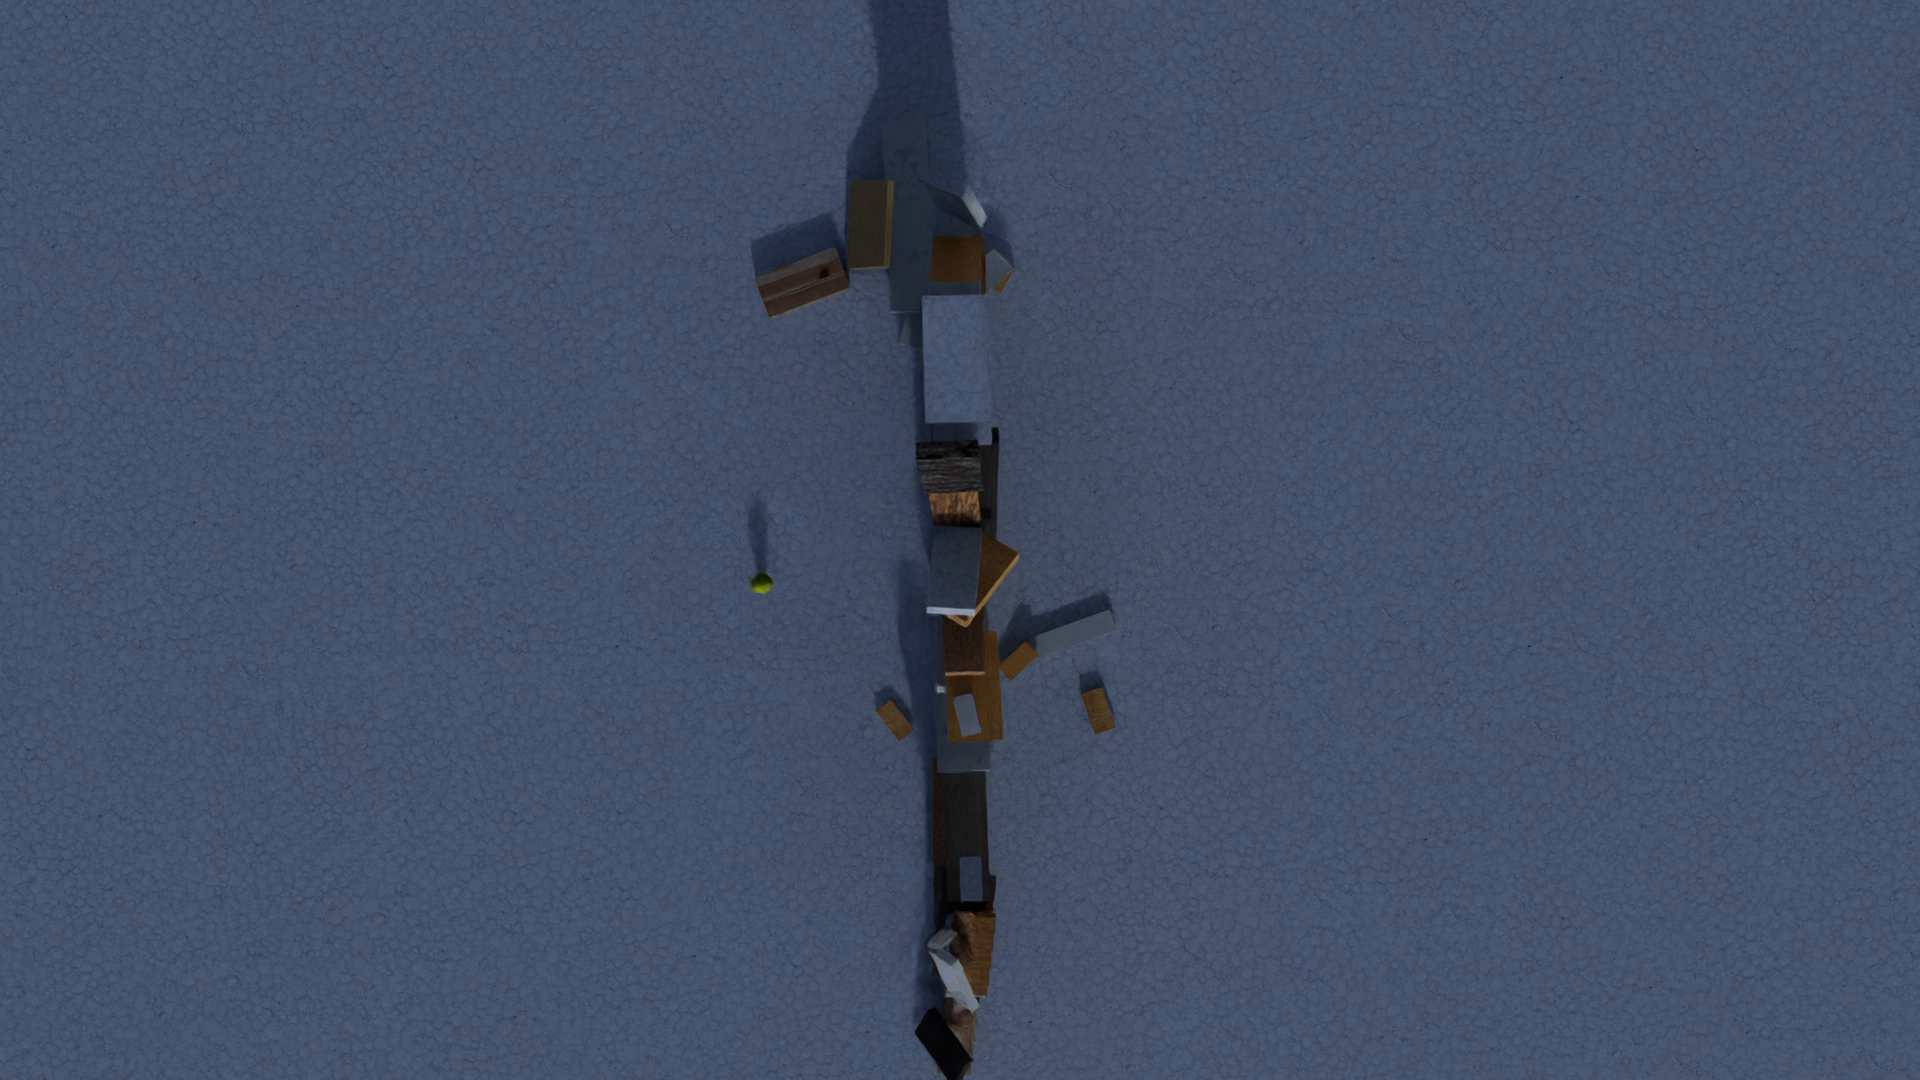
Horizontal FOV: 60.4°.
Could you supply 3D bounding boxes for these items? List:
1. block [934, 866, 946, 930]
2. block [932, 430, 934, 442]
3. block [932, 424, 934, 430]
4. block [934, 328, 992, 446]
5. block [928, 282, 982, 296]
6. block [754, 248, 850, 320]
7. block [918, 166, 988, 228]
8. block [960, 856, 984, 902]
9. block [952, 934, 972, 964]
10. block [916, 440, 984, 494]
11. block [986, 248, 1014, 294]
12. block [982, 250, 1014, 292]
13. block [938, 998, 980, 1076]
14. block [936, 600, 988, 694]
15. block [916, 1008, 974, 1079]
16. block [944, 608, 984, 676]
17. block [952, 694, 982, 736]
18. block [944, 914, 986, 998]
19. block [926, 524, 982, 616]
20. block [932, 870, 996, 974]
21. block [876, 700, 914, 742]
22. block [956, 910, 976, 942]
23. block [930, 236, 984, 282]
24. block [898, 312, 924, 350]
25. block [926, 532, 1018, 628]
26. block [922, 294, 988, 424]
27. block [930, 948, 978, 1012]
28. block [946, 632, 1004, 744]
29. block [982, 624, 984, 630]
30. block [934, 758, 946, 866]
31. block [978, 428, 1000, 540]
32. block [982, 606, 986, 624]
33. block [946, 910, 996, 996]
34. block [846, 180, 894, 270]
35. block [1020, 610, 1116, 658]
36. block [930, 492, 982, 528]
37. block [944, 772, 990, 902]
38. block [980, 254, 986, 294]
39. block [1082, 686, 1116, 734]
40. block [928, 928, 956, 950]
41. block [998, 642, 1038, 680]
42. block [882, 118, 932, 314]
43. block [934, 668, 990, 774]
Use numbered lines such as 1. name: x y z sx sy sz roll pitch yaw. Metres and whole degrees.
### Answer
1. block: 0.000 1.115 5.475 0.173 0.049 0.347 -1 90 0
2. block: -0.003 -0.404 5.136 0.171 0.049 0.343 0 90 0
3. block: 0.004 -0.366 4.944 0.167 0.334 0.047 -1 101 0
4. block: 0.004 -0.439 4.752 0.167 0.047 0.334 -1 90 0
5. block: -0.013 -0.584 4.709 0.150 0.043 0.301 -1 89 0
6. block: -0.523 -0.854 5.480 0.286 0.041 0.143 -21 90 0
7. block: -0.018 -1.043 5.026 0.150 0.301 0.043 28 90 14
8. block: 0.035 1.093 5.312 0.072 0.020 0.143 -2 77 -2
9. block: 0.005 1.311 5.276 0.050 0.014 0.101 -11 113 2
10. block: -0.026 -0.212 4.855 0.178 0.356 0.050 -2 76 3
11. block: 0.075 -0.865 5.456 0.189 0.027 0.095 -44 90 -2
12. block: 0.075 -0.909 5.487 0.189 0.027 0.095 29 90 0
13. block: 0.006 1.508 5.430 0.112 0.032 0.535 5 102 -1
14. block: 0.009 0.333 5.383 0.171 0.048 0.341 -1 59 0
15. block: -0.054 1.658 5.401 0.223 0.032 0.112 47 123 34
16. block: 0.011 0.301 5.186 0.123 0.035 0.247 -2 69 0
17. block: 0.022 0.552 5.210 0.063 0.018 0.127 -14 86 -1
18. block: 0.020 1.352 5.362 0.136 0.039 0.273 0 102 0
19. block: -0.017 0.093 5.147 0.149 0.042 0.297 4 59 3
20. block: 0.012 1.265 5.421 0.173 0.049 0.346 6 102 -1
21. block: -0.216 0.600 5.491 0.063 0.018 0.127 -37 90 0
22. block: 0.021 1.235 5.270 0.050 0.014 0.101 -9 102 2
23. block: -0.014 -0.809 5.052 0.150 0.043 0.301 0 54 6
24. block: -0.131 -0.732 5.487 0.094 0.027 0.189 17 90 0
25. block: 0.040 0.122 5.179 0.148 0.042 0.297 30 64 18
26. block: -0.013 -0.511 4.662 0.178 0.050 0.356 -1 90 0
27. block: -0.018 1.384 5.209 0.032 0.112 0.223 -37 126 -25
28. block: 0.042 0.469 5.250 0.171 0.048 0.341 -4 85 0
29. block: 0.016 0.193 5.355 0.121 0.034 0.242 -1 71 0
30. block: -0.001 0.894 5.437 0.173 0.049 0.347 0 77 0
31. block: 0.028 -0.163 5.151 0.178 0.644 0.050 -1 64 0
32. block: 0.003 0.154 5.277 0.123 0.035 0.247 -8 71 -3
33. block: 0.034 1.331 5.318 0.136 0.039 0.273 6 102 -1
34. block: -0.296 -1.041 5.448 0.143 0.041 0.286 3 90 28
35. block: 0.359 0.317 5.490 0.316 0.020 0.072 -20 90 0
36. block: -0.012 -0.099 5.164 0.148 0.297 0.042 -2 62 3
37. block: 0.020 0.915 5.382 0.136 0.039 0.516 -2 77 -2
38. block: 0.002 -0.734 5.168 0.158 0.045 0.315 0 90 0
39. block: 0.460 0.567 5.490 0.072 0.020 0.143 -20 90 0
40. block: -0.055 1.250 5.171 0.050 0.101 0.014 8 108 25
41. block: 0.193 0.401 5.476 0.127 0.018 0.063 -44 85 11
42. block: -0.172 -1.073 5.464 0.143 0.041 0.637 -3 87 0
43. block: 0.005 0.588 5.410 0.171 0.048 0.341 -2 77 -1
